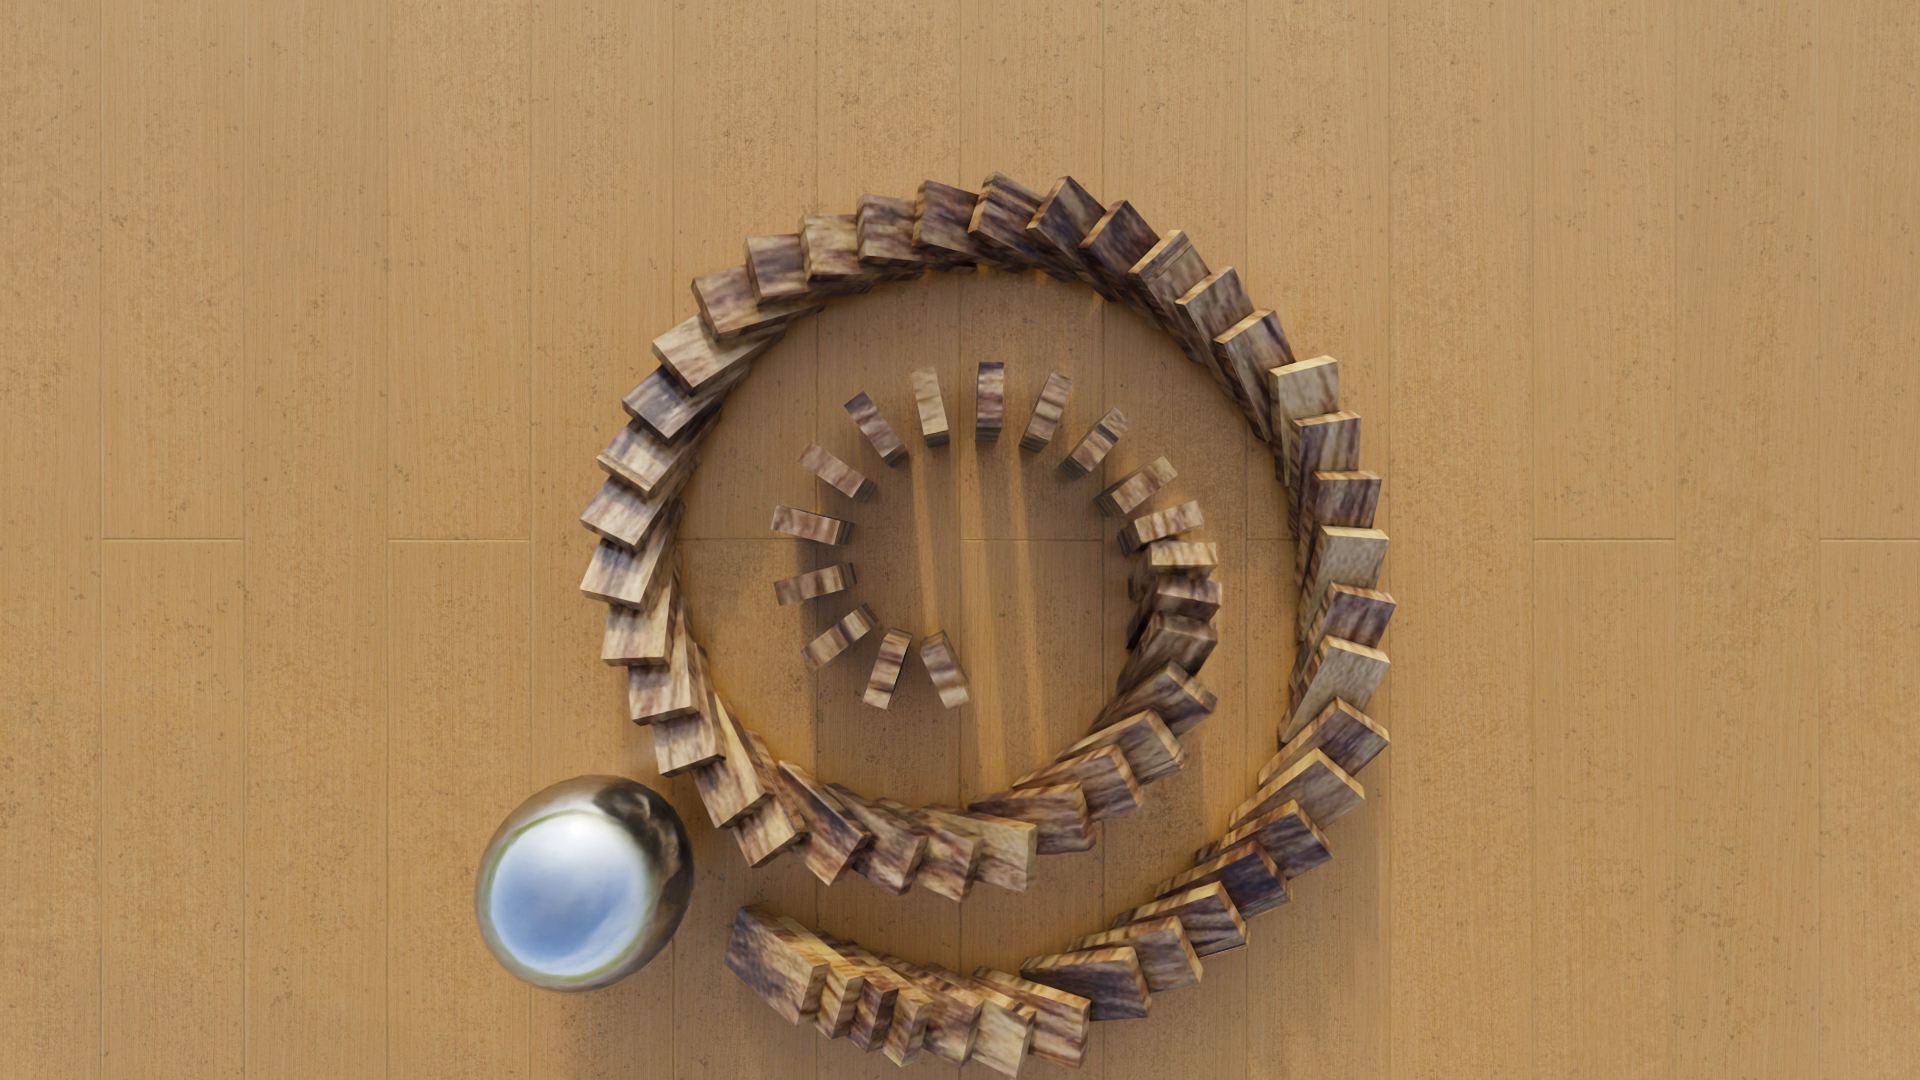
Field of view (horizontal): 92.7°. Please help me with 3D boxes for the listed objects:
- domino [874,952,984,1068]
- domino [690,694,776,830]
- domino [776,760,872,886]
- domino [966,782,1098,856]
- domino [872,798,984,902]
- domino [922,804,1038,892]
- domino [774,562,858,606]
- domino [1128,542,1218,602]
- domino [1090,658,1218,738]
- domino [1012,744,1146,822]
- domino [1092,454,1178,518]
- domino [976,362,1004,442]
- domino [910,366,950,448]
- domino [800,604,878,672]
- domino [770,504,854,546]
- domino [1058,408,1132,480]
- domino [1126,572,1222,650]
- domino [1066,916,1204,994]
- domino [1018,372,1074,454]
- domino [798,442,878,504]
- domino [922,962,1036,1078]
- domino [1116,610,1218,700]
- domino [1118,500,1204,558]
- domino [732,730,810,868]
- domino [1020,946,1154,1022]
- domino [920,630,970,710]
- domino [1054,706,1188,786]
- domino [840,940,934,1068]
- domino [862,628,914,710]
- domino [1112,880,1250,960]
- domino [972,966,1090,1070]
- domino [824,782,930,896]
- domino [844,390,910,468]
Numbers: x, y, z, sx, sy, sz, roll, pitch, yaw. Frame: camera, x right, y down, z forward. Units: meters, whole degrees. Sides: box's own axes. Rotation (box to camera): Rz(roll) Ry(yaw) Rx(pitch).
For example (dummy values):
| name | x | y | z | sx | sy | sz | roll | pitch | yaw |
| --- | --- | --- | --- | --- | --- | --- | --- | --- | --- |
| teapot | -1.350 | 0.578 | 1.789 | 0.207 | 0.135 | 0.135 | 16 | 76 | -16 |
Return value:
| name | x | y | z | sx | sy | sz | roll | pitch | yaw |
| --- | --- | --- | --- | --- | --- | --- | --- | --- | --- |
| domino | -0.017 | 0.196 | 0.385 | 0.050 | 0.010 | 0.025 | 13 | 90 | 26 |
| domino | -0.100 | 0.092 | 0.384 | 0.025 | 0.009 | 0.050 | -36 | 63 | 1 |
| domino | -0.063 | 0.118 | 0.385 | 0.050 | 0.009 | 0.025 | 34 | 90 | 26 |
| domino | 0.030 | 0.118 | 0.384 | 0.050 | 0.010 | 0.025 | -16 | 90 | 29 |
| domino | -0.017 | 0.129 | 0.385 | 0.050 | 0.010 | 0.025 | 14 | 90 | 27 |
| domino | 0.007 | 0.128 | 0.384 | 0.050 | 0.010 | 0.025 | 3 | 90 | 28 |
| domino | -0.058 | 0.018 | 0.375 | 0.025 | 0.050 | 0.010 | -15 | 90 | 0 |
| domino | 0.086 | 0.014 | 0.375 | 0.025 | 0.050 | 0.010 | 0 | 70 | 0 |
| domino | 0.079 | 0.073 | 0.381 | 0.025 | 0.010 | 0.050 | 41 | 129 | 0 |
| domino | 0.049 | 0.105 | 0.383 | 0.050 | 0.009 | 0.025 | -28 | 90 | 31 |
| domino | 0.070 | -0.021 | 0.375 | 0.025 | 0.050 | 0.010 | -37 | 90 | 0 |
| domino | 0.012 | -0.056 | 0.375 | 0.010 | 0.050 | 0.025 | 2 | 90 | 0 |
| domino | -0.012 | -0.053 | 0.375 | 0.010 | 0.050 | 0.025 | -12 | 90 | 0 |
| domino | -0.048 | 0.039 | 0.375 | 0.025 | 0.050 | 0.010 | -37 | 90 | 0 |
| domino | -0.059 | -0.006 | 0.375 | 0.025 | 0.050 | 0.010 | 14 | 90 | 0 |
| domino | 0.054 | -0.038 | 0.375 | 0.010 | 0.050 | 0.025 | 41 | 90 | 0 |
| domino | 0.087 | 0.032 | 0.376 | 0.025 | 0.050 | 0.010 | 10 | 57 | 0 |
| domino | 0.073 | 0.177 | 0.385 | 0.050 | 0.010 | 0.025 | -25 | 90 | 25 |
| domino | 0.035 | -0.051 | 0.375 | 0.009 | 0.050 | 0.025 | 22 | 90 | 0 |
| domino | -0.049 | -0.027 | 0.375 | 0.025 | 0.050 | 0.010 | 34 | 90 | 0 |
| domino | 0.005 | 0.201 | 0.385 | 0.050 | 0.010 | 0.025 | 12 | 90 | 26 |
| domino | 0.084 | 0.051 | 0.378 | 0.025 | 0.010 | 0.050 | 13 | 134 | -4 |
| domino | 0.081 | -0.004 | 0.375 | 0.025 | 0.050 | 0.009 | -18 | 82 | 0 |
| domino | -0.086 | 0.108 | 0.384 | 0.025 | 0.009 | 0.050 | -36 | 63 | 1 |
| domino | 0.052 | 0.187 | 0.385 | 0.050 | 0.009 | 0.025 | -19 | 90 | 26 |
| domino | -0.006 | 0.052 | 0.375 | 0.009 | 0.050 | 0.025 | -26 | 90 | 0 |
| domino | 0.066 | 0.091 | 0.382 | 0.050 | 0.010 | 0.025 | -35 | 90 | 34 |
| domino | -0.035 | 0.191 | 0.380 | 0.050 | 0.010 | 0.025 | 16 | 90 | 40 |
| domino | -0.029 | 0.051 | 0.375 | 0.010 | 0.050 | 0.025 | 18 | 90 | 0 |
| domino | 0.092 | 0.164 | 0.385 | 0.050 | 0.010 | 0.025 | -30 | 90 | 25 |
| domino | 0.029 | 0.200 | 0.385 | 0.050 | 0.010 | 0.025 | 5 | 90 | 26 |
| domino | -0.040 | 0.125 | 0.385 | 0.050 | 0.009 | 0.025 | 21 | 90 | 26 |
| domino | -0.033 | -0.044 | 0.375 | 0.009 | 0.050 | 0.025 | -37 | 90 | 0 |
